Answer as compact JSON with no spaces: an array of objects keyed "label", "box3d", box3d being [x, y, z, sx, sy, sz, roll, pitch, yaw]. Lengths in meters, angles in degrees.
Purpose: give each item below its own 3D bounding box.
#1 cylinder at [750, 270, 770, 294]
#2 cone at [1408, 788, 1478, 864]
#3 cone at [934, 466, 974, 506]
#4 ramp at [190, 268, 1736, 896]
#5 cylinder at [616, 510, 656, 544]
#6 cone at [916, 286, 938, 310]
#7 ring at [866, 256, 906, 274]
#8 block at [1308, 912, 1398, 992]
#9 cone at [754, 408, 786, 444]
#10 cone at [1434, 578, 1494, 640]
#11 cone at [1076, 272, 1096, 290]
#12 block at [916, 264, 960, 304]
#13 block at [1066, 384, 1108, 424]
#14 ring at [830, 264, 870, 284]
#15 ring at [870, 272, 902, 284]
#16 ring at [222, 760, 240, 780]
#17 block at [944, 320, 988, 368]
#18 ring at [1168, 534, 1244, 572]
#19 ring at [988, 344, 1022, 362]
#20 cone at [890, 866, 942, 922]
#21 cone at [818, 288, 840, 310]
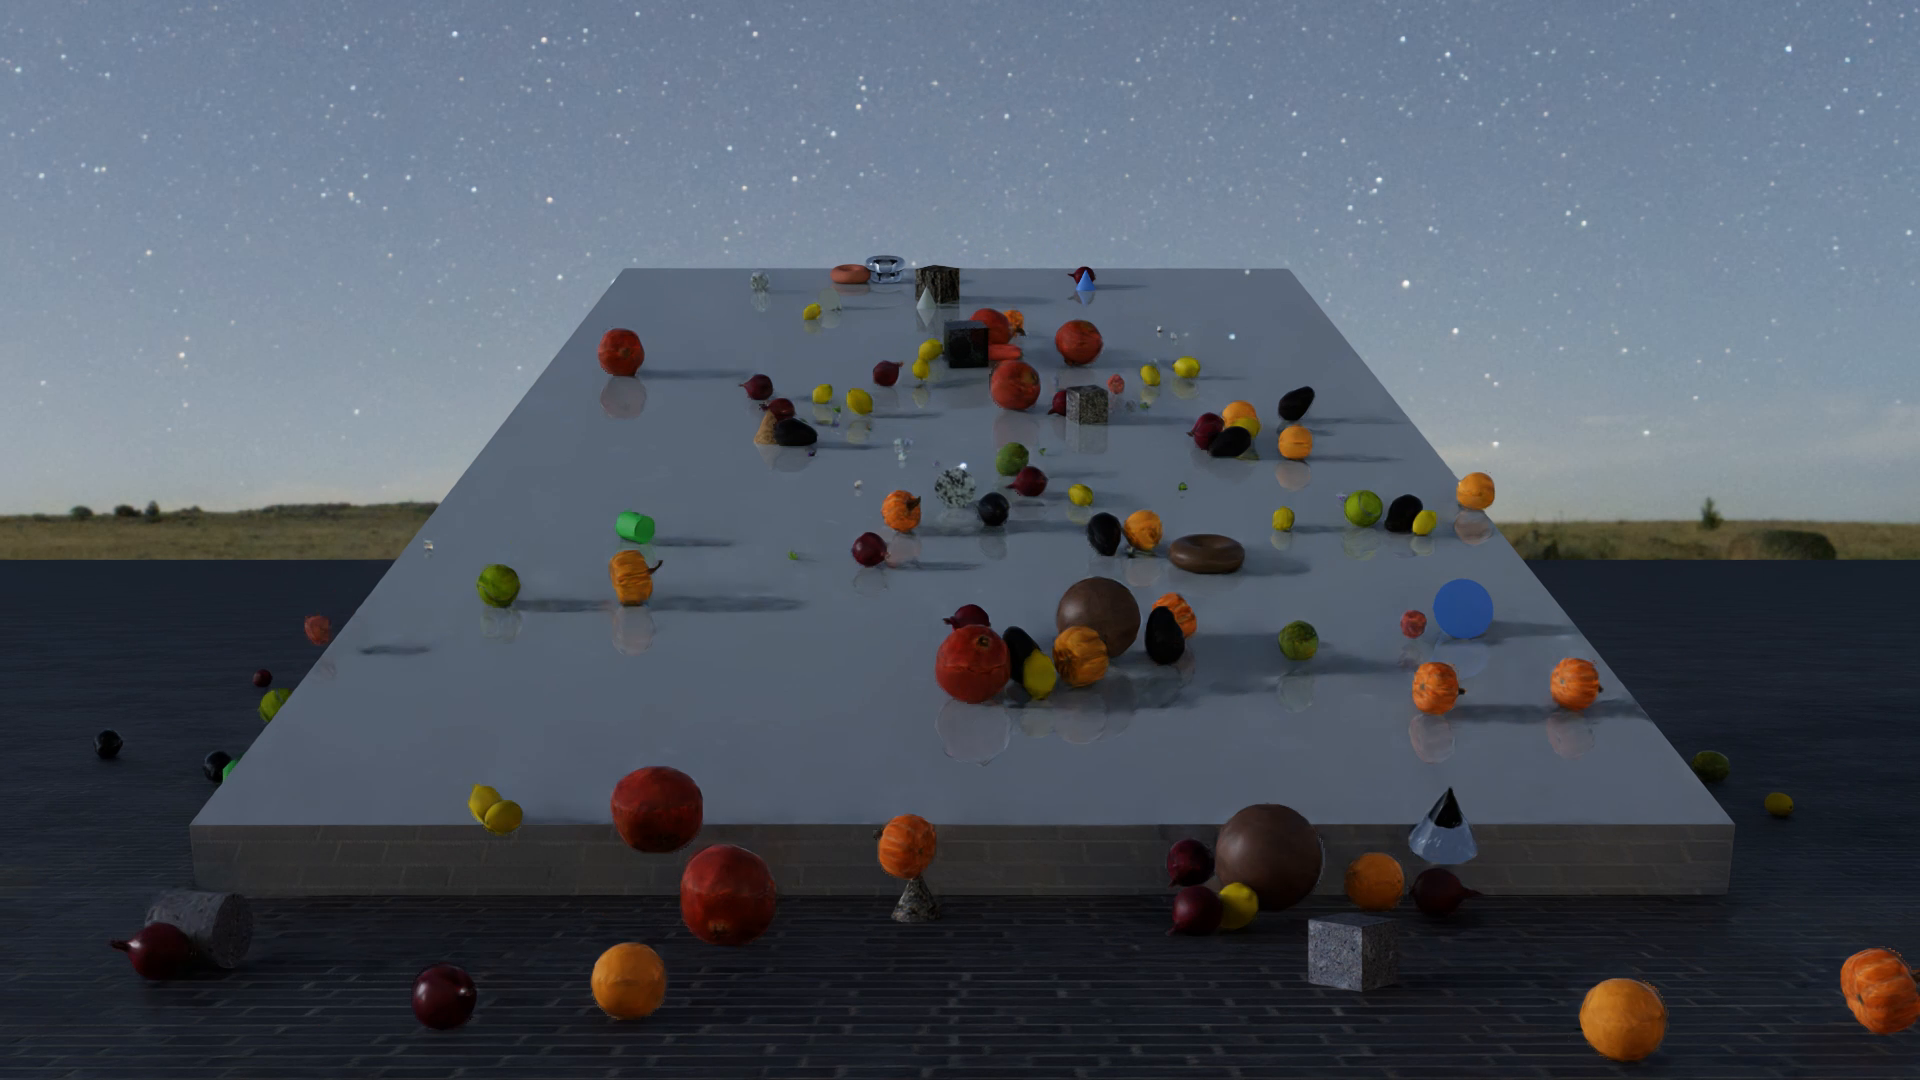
[{"label":"cylinder","box3d":[-0.569,-0.735,6.338,0.054,0.054,0.054,0,17,-6]},{"label":"cone","box3d":[0.617,0.349,2.822,0.089,0.089,0.089,0,28,0]},{"label":"cone","box3d":[-0.010,-0.093,4.304,0.079,0.079,0.079,0,-14,1]},{"label":"ramp","box3d":[-0.003,-0.177,4.803,2.000,0.100,4.000,0,17,0]},{"label":"cylinder","box3d":[-0.591,-0.023,4.050,0.051,0.051,0.051,15,9,36]},{"label":"cone","box3d":[-0.092,-0.670,6.122,0.059,0.059,0.059,0,17,0]},{"label":"ring","box3d":[-0.217,-0.804,6.487,0.119,0.040,0.119,1,16,0]},{"label":"block","box3d":[0.409,0.427,2.314,0.066,0.066,0.066,0,0,44]},{"label":"cone","box3d":[-0.405,-0.247,4.737,0.072,0.072,0.072,0,17,0]},{"label":"cone","box3d":[0.803,0.118,3.613,0.098,0.098,0.098,0,-9,-4]},{"label":"cone","box3d":[0.361,-0.747,6.377,0.057,0.057,0.057,0,17,0]},{"label":"block","box3d":[-0.063,-0.714,6.217,0.088,0.088,0.088,13,21,35]},{"label":"block","box3d":[0.280,-0.299,4.911,0.069,0.069,0.069,-7,18,-21]},{"label":"ring","box3d":[-0.319,-0.775,6.493,0.118,0.039,0.118,0,21,0]},{"label":"ring","box3d":[-0.216,-0.770,6.493,0.092,0.031,0.092,1,18,0]},{"label":"ring","box3d":[-1.257,0.433,4.008,0.140,0.047,0.140,18,1,0]},{"label":"block","box3d":[0.015,-0.479,5.446,0.096,0.096,0.096,-3,17,-8]},{"label":"ring","box3d":[0.434,0.024,3.917,0.134,0.045,0.134,0,16,0]},{"label":"ring","box3d":[0.105,-0.463,5.503,0.093,0.031,0.093,0,17,0]},{"label":"cone","box3d":[-0.053,0.431,2.726,0.064,0.064,0.064,0,0,0]},{"label":"cone","box3d":[-0.357,-0.654,6.122,0.063,0.063,0.063,0,-9,5]}]
